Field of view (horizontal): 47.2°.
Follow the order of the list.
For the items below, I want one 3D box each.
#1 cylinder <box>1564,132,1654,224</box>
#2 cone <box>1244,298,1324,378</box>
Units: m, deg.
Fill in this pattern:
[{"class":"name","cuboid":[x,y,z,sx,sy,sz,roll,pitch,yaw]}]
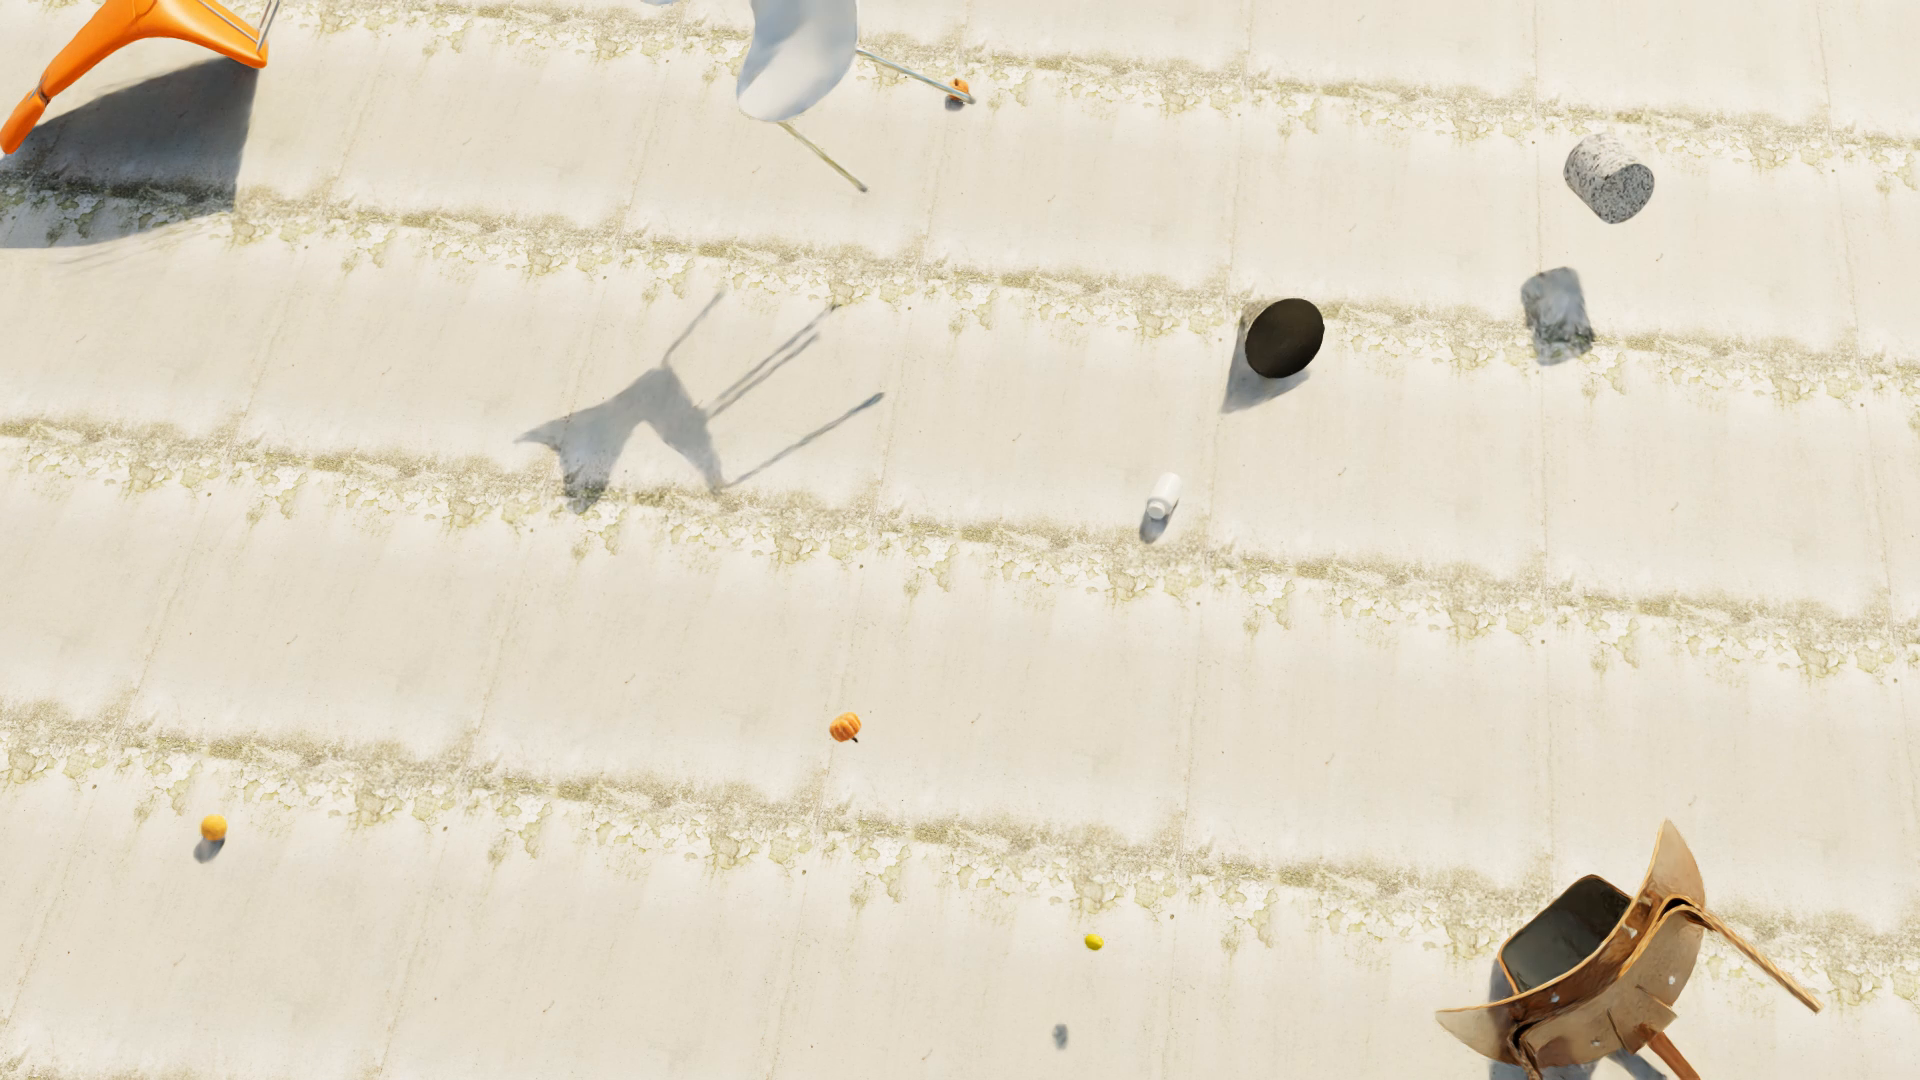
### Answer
[{"class":"cylinder","cuboid":[2.054,-1.148,6.967,0.185,0.211,0.232,18,29,-26]},{"class":"cone","cuboid":[0.962,-0.697,6.967,0.273,0.271,0.297,-46,34,7]}]
